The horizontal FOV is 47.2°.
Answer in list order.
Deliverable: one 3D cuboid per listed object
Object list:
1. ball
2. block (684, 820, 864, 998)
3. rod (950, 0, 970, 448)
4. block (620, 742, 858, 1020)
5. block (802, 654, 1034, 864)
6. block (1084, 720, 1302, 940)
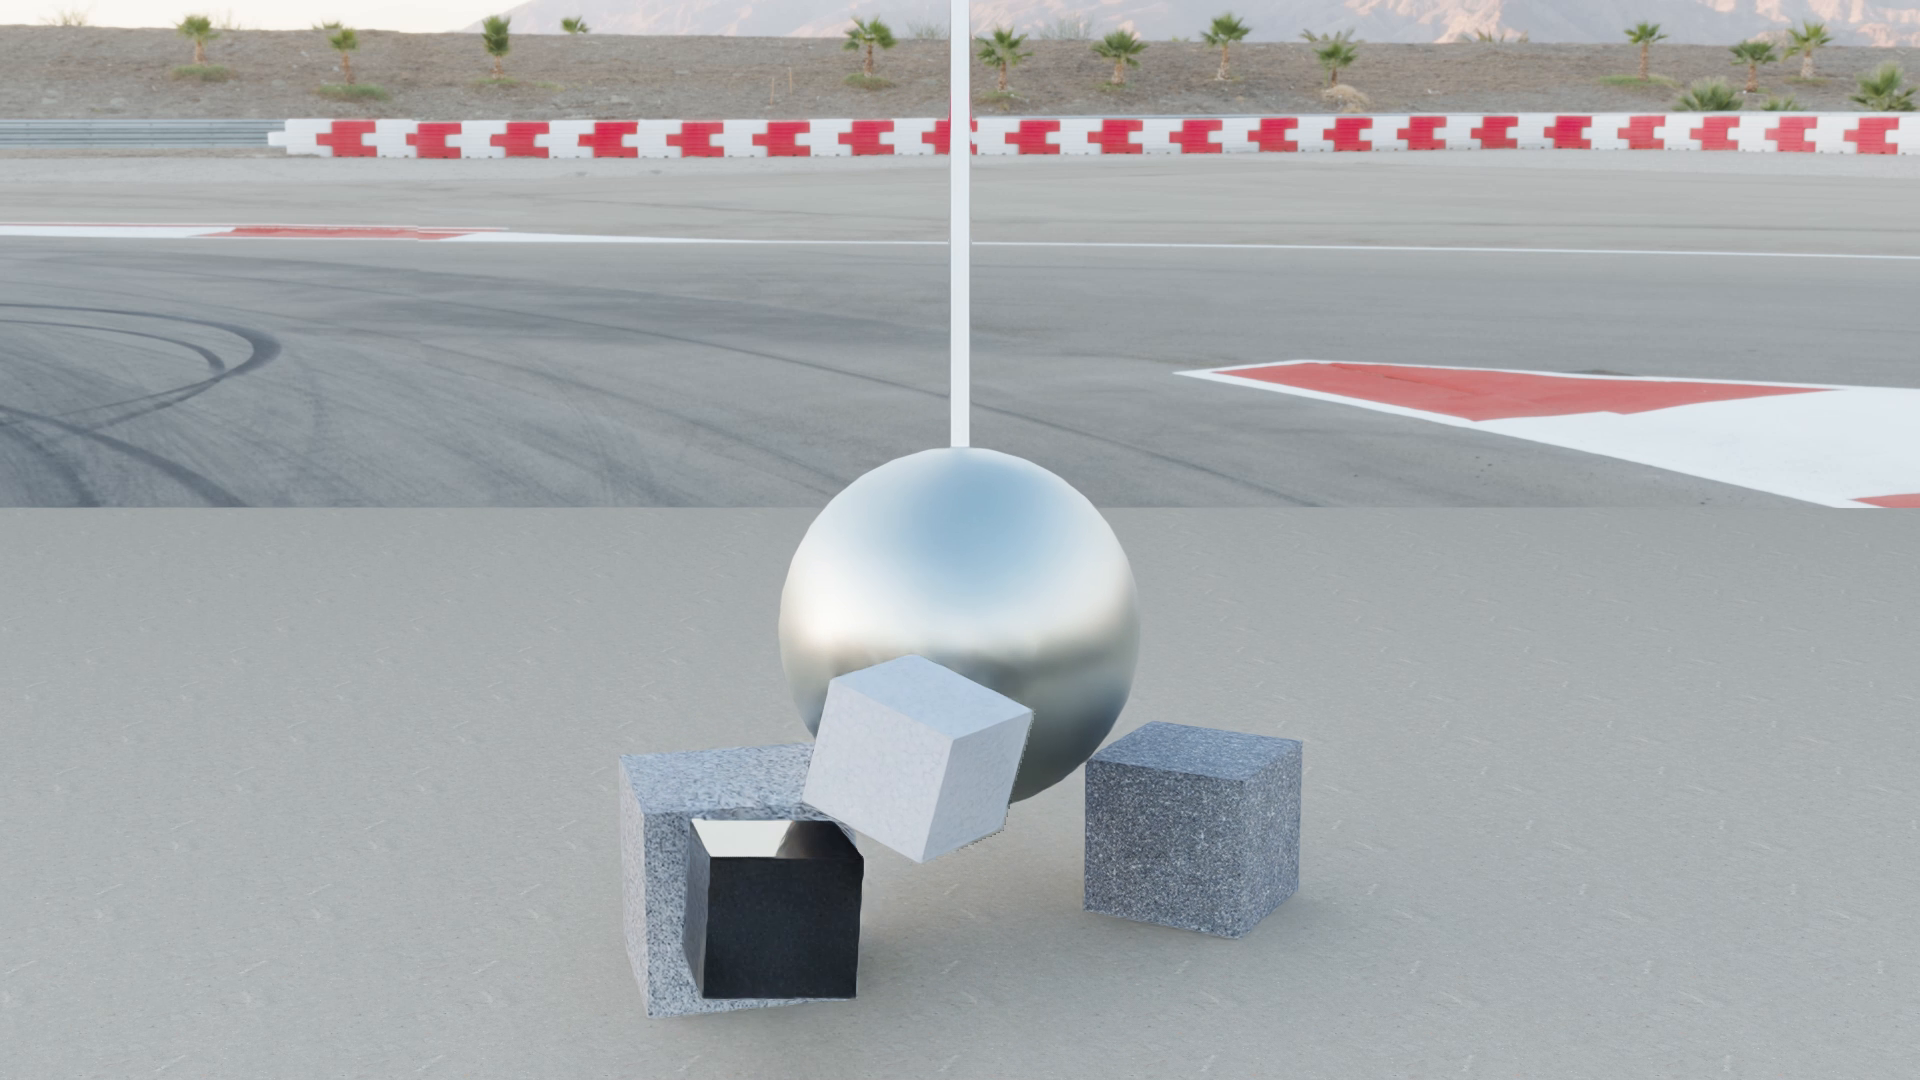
[{"bbox_3d":[0.000,0.392,9.680,1.600,1.600,1.600,0,10,0],"label":"ball"},{"bbox_3d":[-0.715,1.387,8.318,0.565,0.524,0.608,3,5,-14],"label":"block"},{"bbox_3d":[0.000,-2.997,9.955,0.080,5.200,0.080,0,-5,0],"label":"rod"},{"bbox_3d":[-0.952,1.420,9.344,0.865,0.863,0.878,-3,11,-14],"label":"block"},{"bbox_3d":[-0.156,0.798,8.162,0.553,0.496,0.546,24,20,28],"label":"block"},{"bbox_3d":[1.088,1.327,10.221,0.768,0.731,0.754,6,12,28],"label":"block"}]
